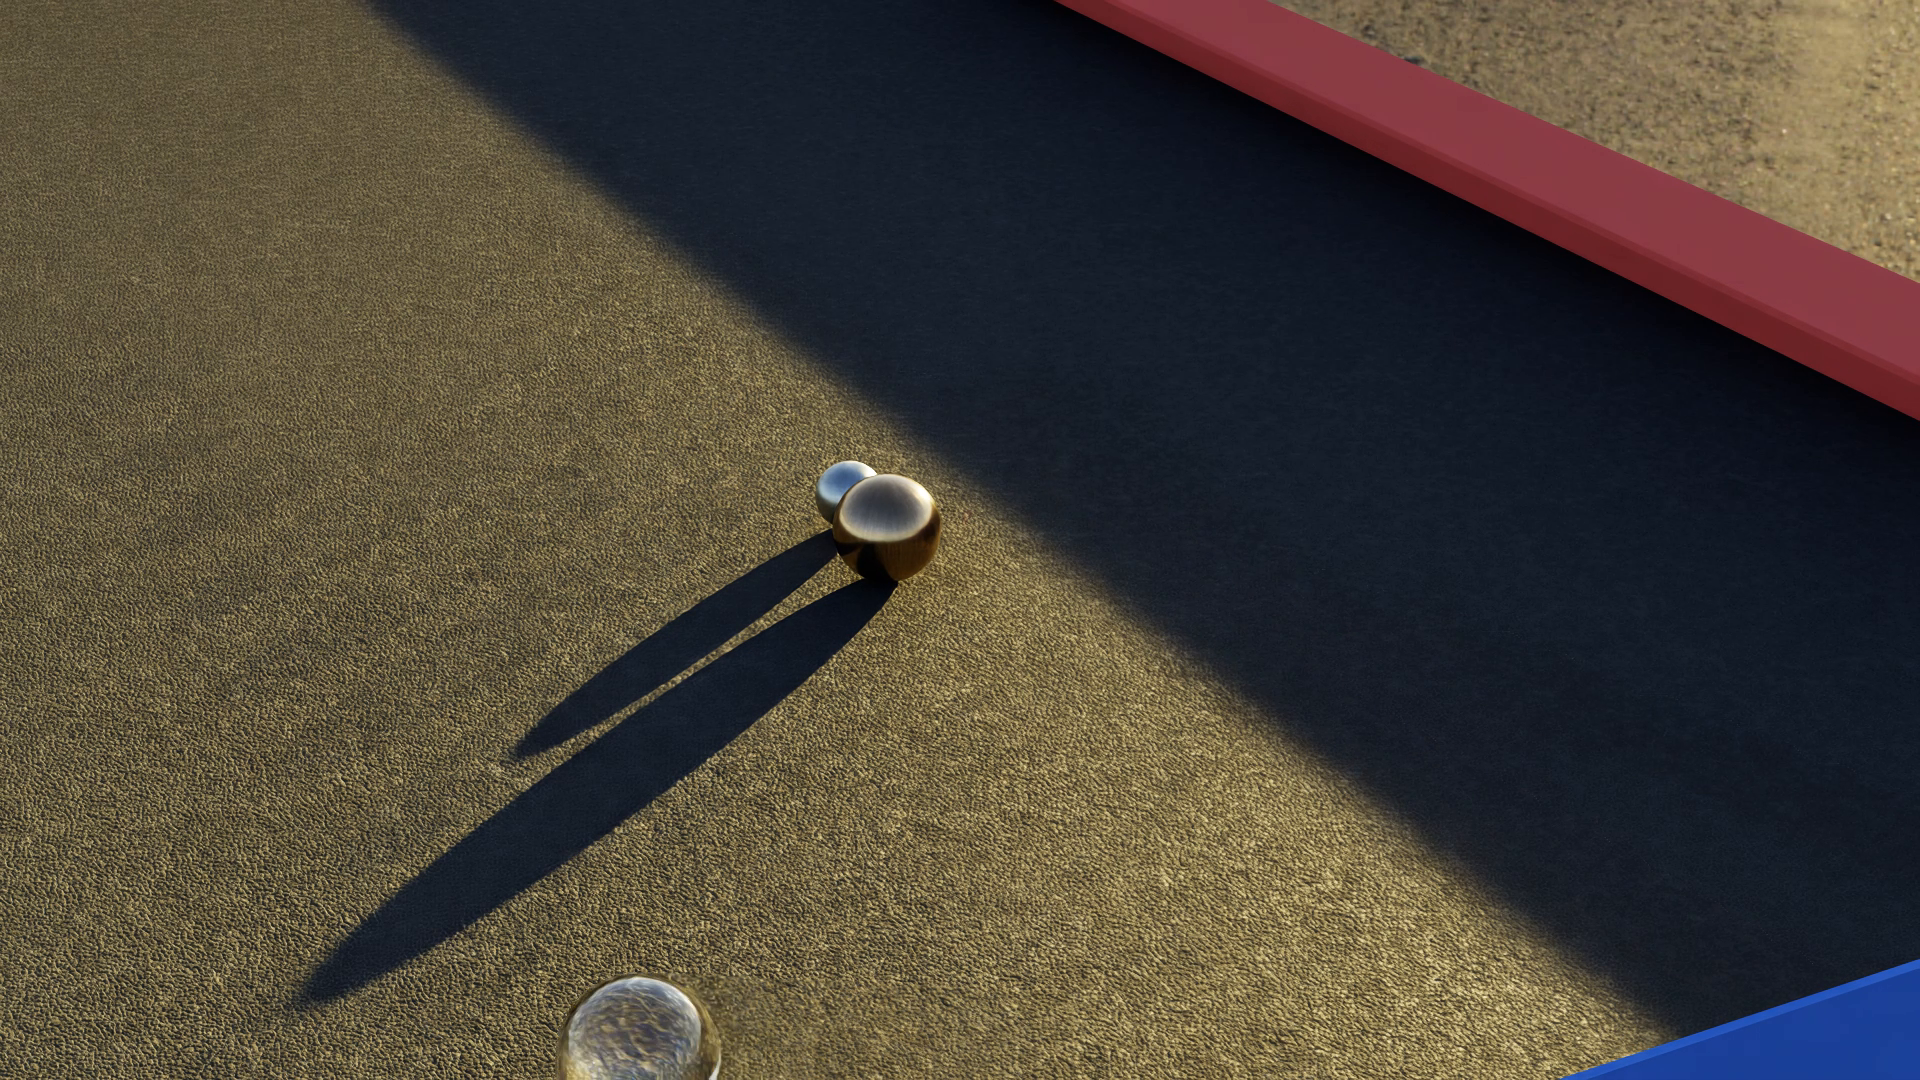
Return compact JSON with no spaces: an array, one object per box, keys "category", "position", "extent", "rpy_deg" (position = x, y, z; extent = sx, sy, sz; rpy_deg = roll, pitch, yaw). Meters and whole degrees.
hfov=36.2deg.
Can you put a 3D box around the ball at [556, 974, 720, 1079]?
[{"category":"ball","position":[-0.165,0.264,1.506],"extent":[0.084,0.084,0.084],"rpy_deg":[0,25,0]}]

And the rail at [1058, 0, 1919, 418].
[{"category":"rail","position":[0.341,-0.488,3.068],"extent":[0.045,0.109,3.245],"rpy_deg":[-12,28,-24]}]

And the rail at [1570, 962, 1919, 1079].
[{"category":"rail","position":[0.357,0.275,1.453],"extent":[1.638,0.109,0.045],"rpy_deg":[-12,28,-24]}]

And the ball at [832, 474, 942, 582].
[{"category":"ball","position":[-0.052,-0.009,2.091],"extent":[0.078,0.078,0.078],"rpy_deg":[0,25,0]}]

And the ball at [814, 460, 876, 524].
[{"category":"ball","position":[-0.082,-0.033,2.174],"extent":[0.051,0.051,0.051],"rpy_deg":[0,25,0]}]
